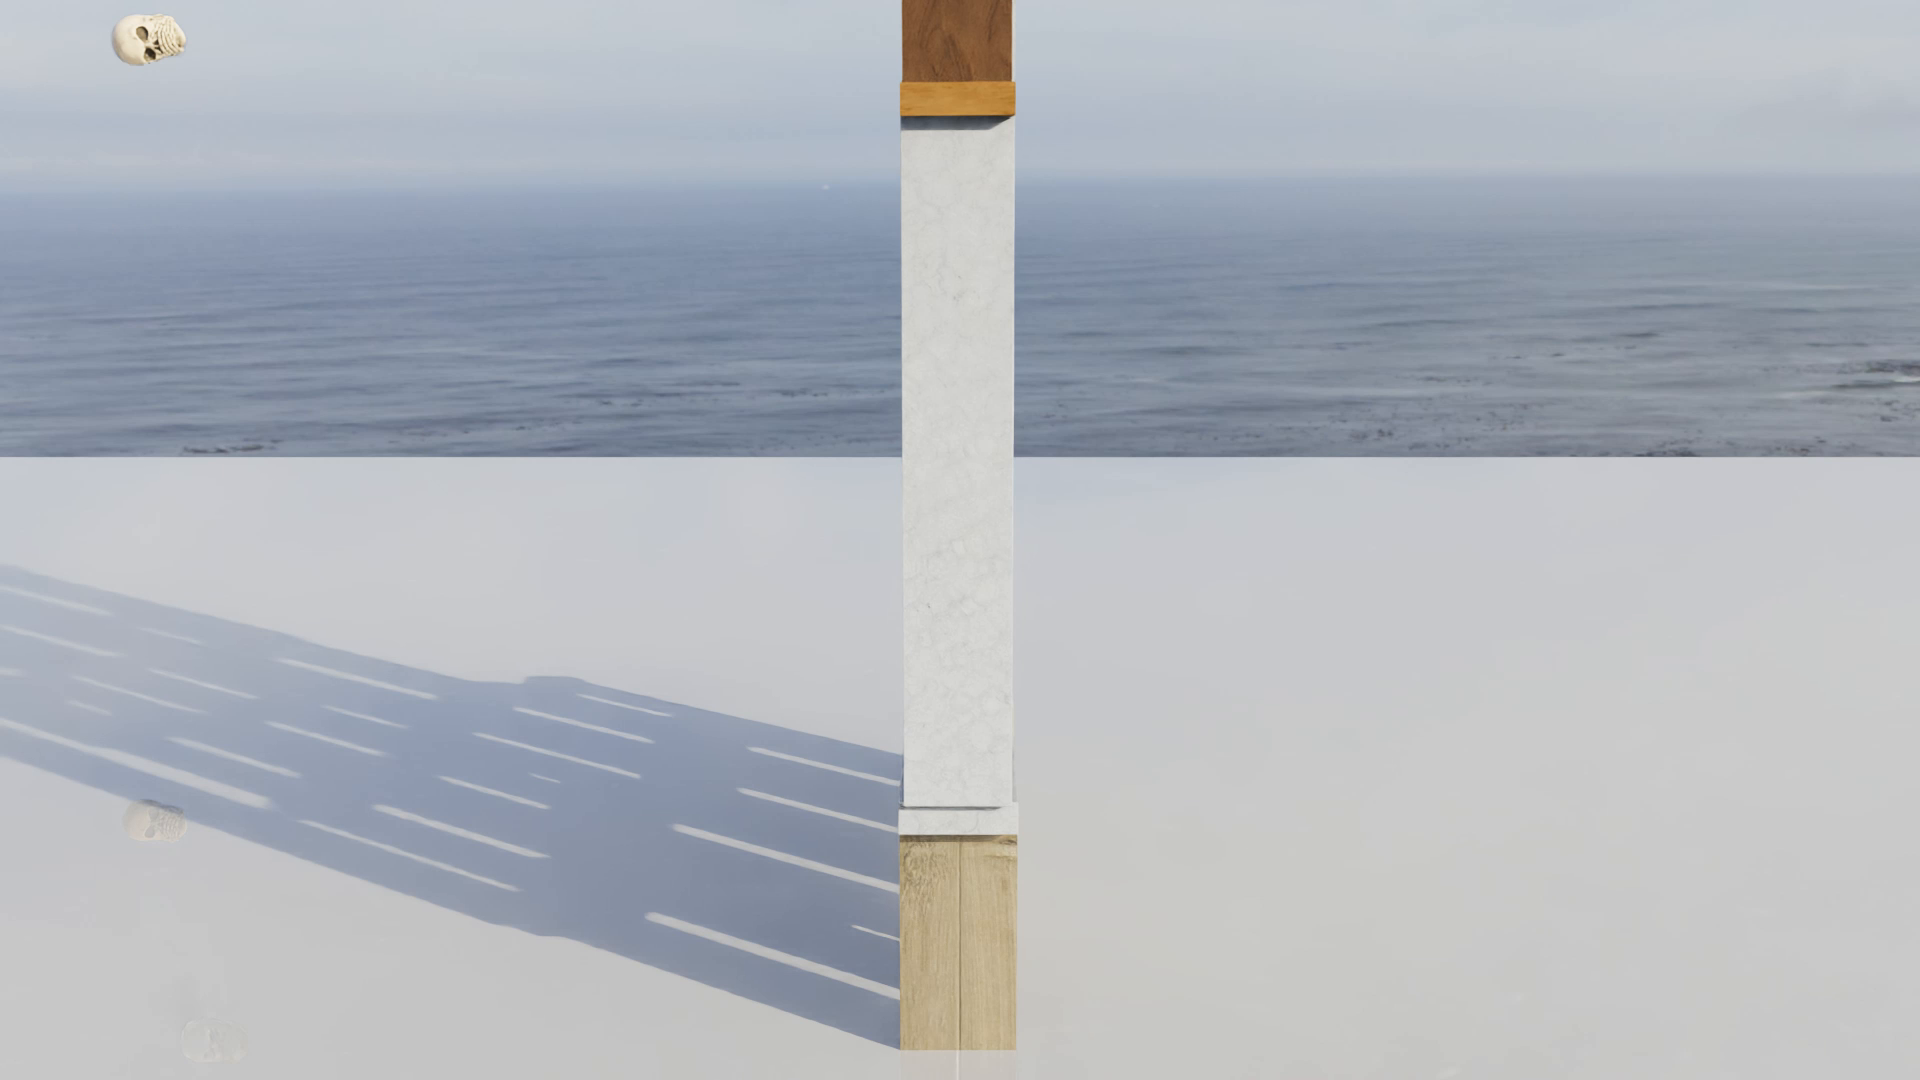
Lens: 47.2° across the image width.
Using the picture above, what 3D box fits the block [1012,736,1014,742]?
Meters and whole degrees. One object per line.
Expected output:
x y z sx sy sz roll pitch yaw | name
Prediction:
-0.001 0.457 3.470 0.167 0.334 0.047 0 11 0 | block

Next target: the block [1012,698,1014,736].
-0.001 0.249 3.545 0.167 0.047 0.334 0 11 0 | block

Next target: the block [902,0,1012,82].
-0.004 -0.636 3.069 0.152 0.359 0.043 0 10 -1 | block

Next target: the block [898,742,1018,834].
-0.002 0.344 3.108 0.161 0.046 0.321 0 11 0 | block

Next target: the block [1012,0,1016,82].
0.007 -0.804 3.656 0.168 0.337 0.048 0 10 -1 | block

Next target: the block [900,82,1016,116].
-0.004 -0.574 2.873 0.144 0.041 0.287 0 10 0 | block

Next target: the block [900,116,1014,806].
-0.003 -0.093 2.865 0.144 0.903 0.041 0 11 0 | block

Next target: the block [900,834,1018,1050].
-0.002 0.544 3.037 0.161 0.321 0.046 0 11 0 | block
